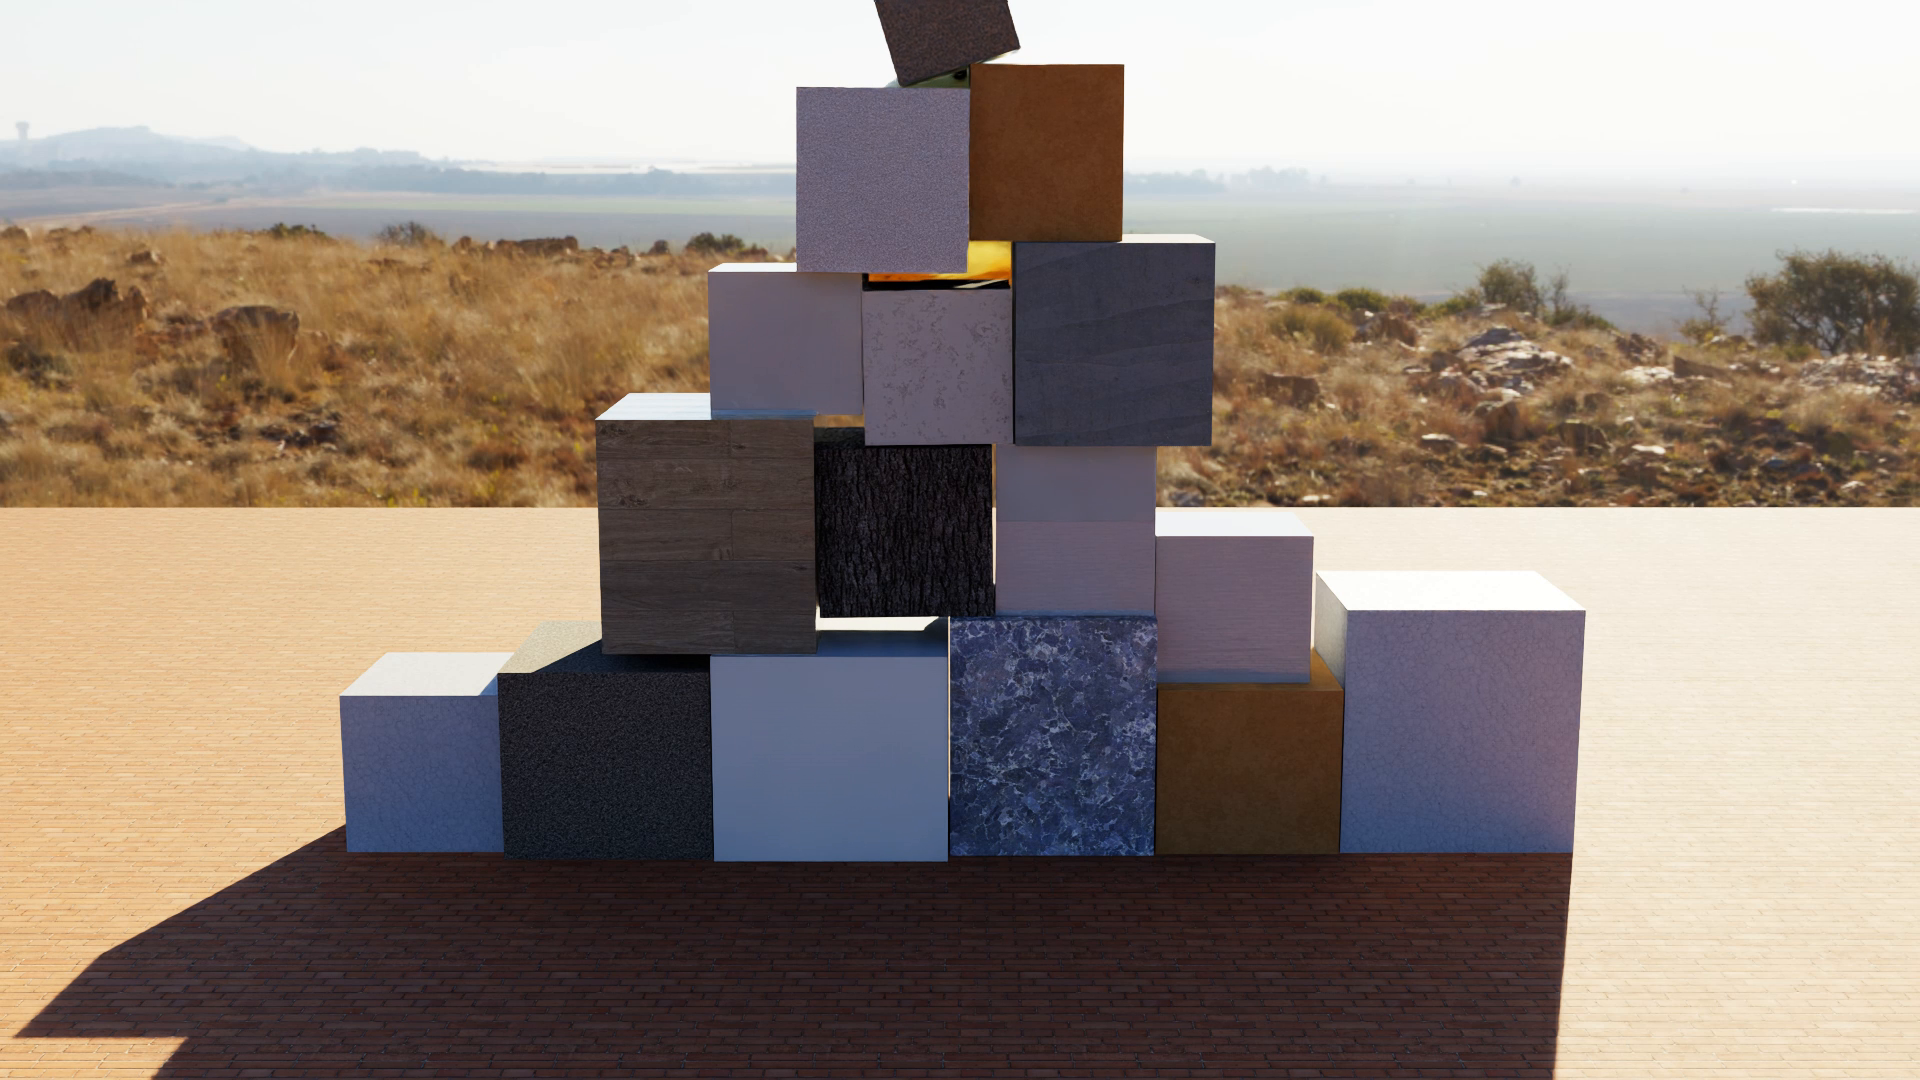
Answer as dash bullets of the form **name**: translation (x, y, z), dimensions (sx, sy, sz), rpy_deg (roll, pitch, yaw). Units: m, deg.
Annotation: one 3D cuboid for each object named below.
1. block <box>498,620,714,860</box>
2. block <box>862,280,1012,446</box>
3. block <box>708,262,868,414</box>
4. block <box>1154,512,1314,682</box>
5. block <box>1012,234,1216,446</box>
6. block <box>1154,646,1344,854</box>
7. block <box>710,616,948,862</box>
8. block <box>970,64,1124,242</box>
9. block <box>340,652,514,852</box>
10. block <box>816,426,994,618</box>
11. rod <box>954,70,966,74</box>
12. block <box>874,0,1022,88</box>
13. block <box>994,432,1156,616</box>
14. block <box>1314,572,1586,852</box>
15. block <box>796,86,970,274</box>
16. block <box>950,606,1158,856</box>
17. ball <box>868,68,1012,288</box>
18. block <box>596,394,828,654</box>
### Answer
- **block**: translation (-1.738, 1.008, 11.368), dimensions (1.032, 0.949, 1.173), rpy_deg (0, 10, 0)
- **block**: translation (-0.107, -0.900, 11.004), dimensions (0.719, 0.748, 0.750), rpy_deg (-1, 10, 0)
- **block**: translation (-0.843, -1.016, 11.000), dimensions (0.742, 0.694, 0.738), rpy_deg (0, 10, 0)
- **block**: translation (1.356, 0.283, 11.249), dimensions (0.776, 0.745, 0.706), rpy_deg (0, 10, 0)
- **block**: translation (0.740, -1.016, 10.984), dimensions (0.946, 0.975, 0.936), rpy_deg (0, 10, 0)
- **block**: translation (1.430, 1.064, 11.371), dimensions (0.913, 0.837, 0.989), rpy_deg (0, 10, 0)
- **block**: translation (-0.636, 0.970, 11.338), dimensions (1.152, 1.035, 1.187), rpy_deg (0, 10, 0)
- **block**: translation (0.413, -1.908, 10.838), dimensions (0.733, 0.833, 0.734), rpy_deg (0, 10, 0)
- **block**: translation (-2.663, 1.081, 11.368), dimensions (0.798, 0.807, 0.919), rpy_deg (0, 10, 0)
- **block**: translation (-0.268, -0.108, 11.169), dimensions (0.857, 0.834, 0.871), rpy_deg (-1, 10, 0)
- **rod**: translation (0.000, -4.898, 11.301), dimensions (0.080, 5.200, 0.080), rpy_deg (0, 33, 0)
- **block**: translation (-0.093, -2.605, 10.696), dimensions (0.605, 0.645, 0.623), rpy_deg (-17, 10, 3)
- **block**: translation (0.567, -0.120, 11.169), dimensions (0.782, 0.853, 0.811), rpy_deg (0, 10, 0)
- **block**: translation (2.479, 0.863, 11.350), dimensions (1.165, 1.240, 0.983), rpy_deg (0, 10, 0)
- **block**: translation (-0.366, -1.780, 10.848), dimensions (0.816, 0.865, 0.930), rpy_deg (1, 10, 0)
- **block**: translation (0.457, 0.890, 11.335), dimensions (1.014, 1.194, 1.029), rpy_deg (0, 10, 0)
- **ball**: translation (0.000, -2.040, 13.142), dimensions (1.600, 1.600, 1.600), rpy_deg (0, 10, 0)
- **block**: translation (-1.223, -0.109, 11.164), dimensions (1.044, 1.151, 1.110), rpy_deg (0, 10, 0)
